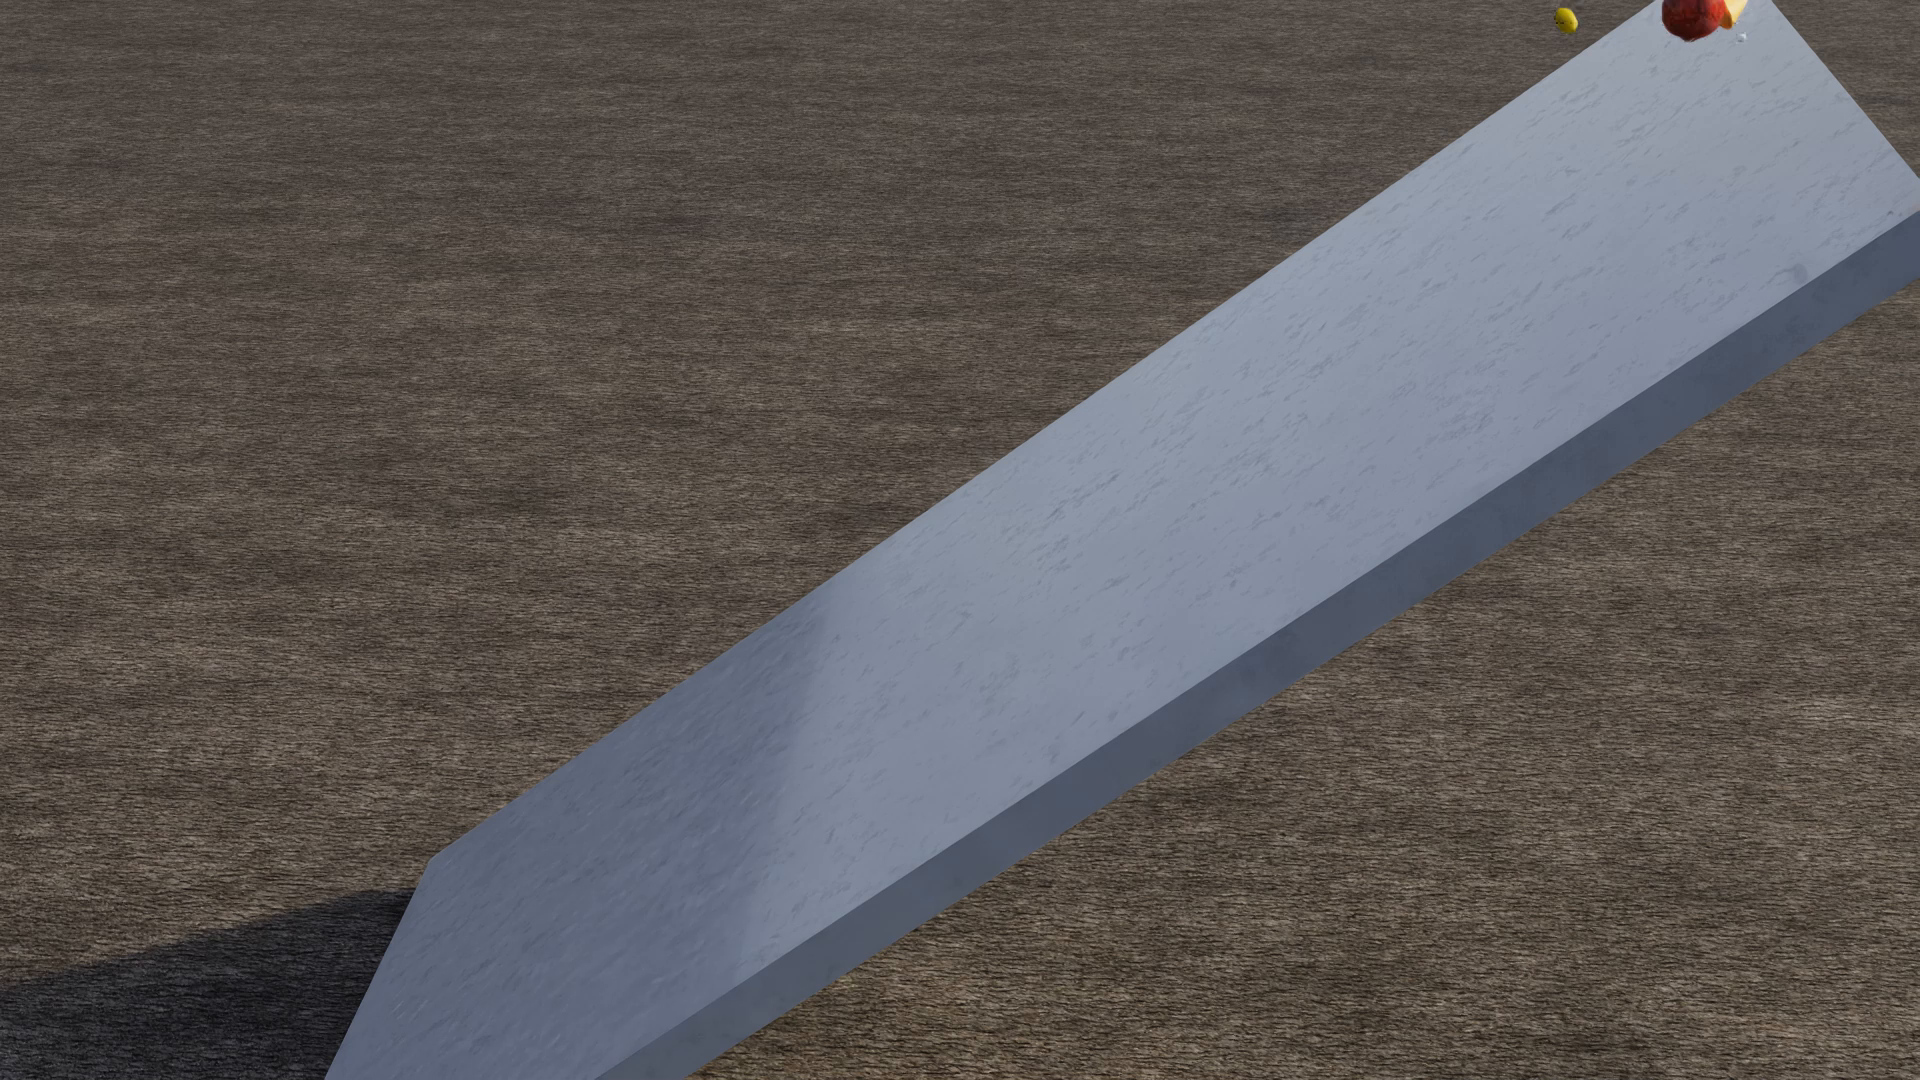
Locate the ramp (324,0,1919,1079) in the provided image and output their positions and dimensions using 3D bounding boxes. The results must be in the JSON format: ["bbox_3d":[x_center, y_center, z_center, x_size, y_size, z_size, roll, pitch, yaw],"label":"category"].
[{"bbox_3d":[0.126,0.181,6.328,4.000,0.100,2.000,-35,16,17],"label":"ramp"}]

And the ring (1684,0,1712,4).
[{"bbox_3d":[1.377,-1.048,5.487,0.100,0.100,0.033,9,28,21],"label":"ring"}]

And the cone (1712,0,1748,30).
[{"bbox_3d":[1.449,-0.997,5.496,0.063,0.063,0.063,-30,30,-10],"label":"cone"}]
